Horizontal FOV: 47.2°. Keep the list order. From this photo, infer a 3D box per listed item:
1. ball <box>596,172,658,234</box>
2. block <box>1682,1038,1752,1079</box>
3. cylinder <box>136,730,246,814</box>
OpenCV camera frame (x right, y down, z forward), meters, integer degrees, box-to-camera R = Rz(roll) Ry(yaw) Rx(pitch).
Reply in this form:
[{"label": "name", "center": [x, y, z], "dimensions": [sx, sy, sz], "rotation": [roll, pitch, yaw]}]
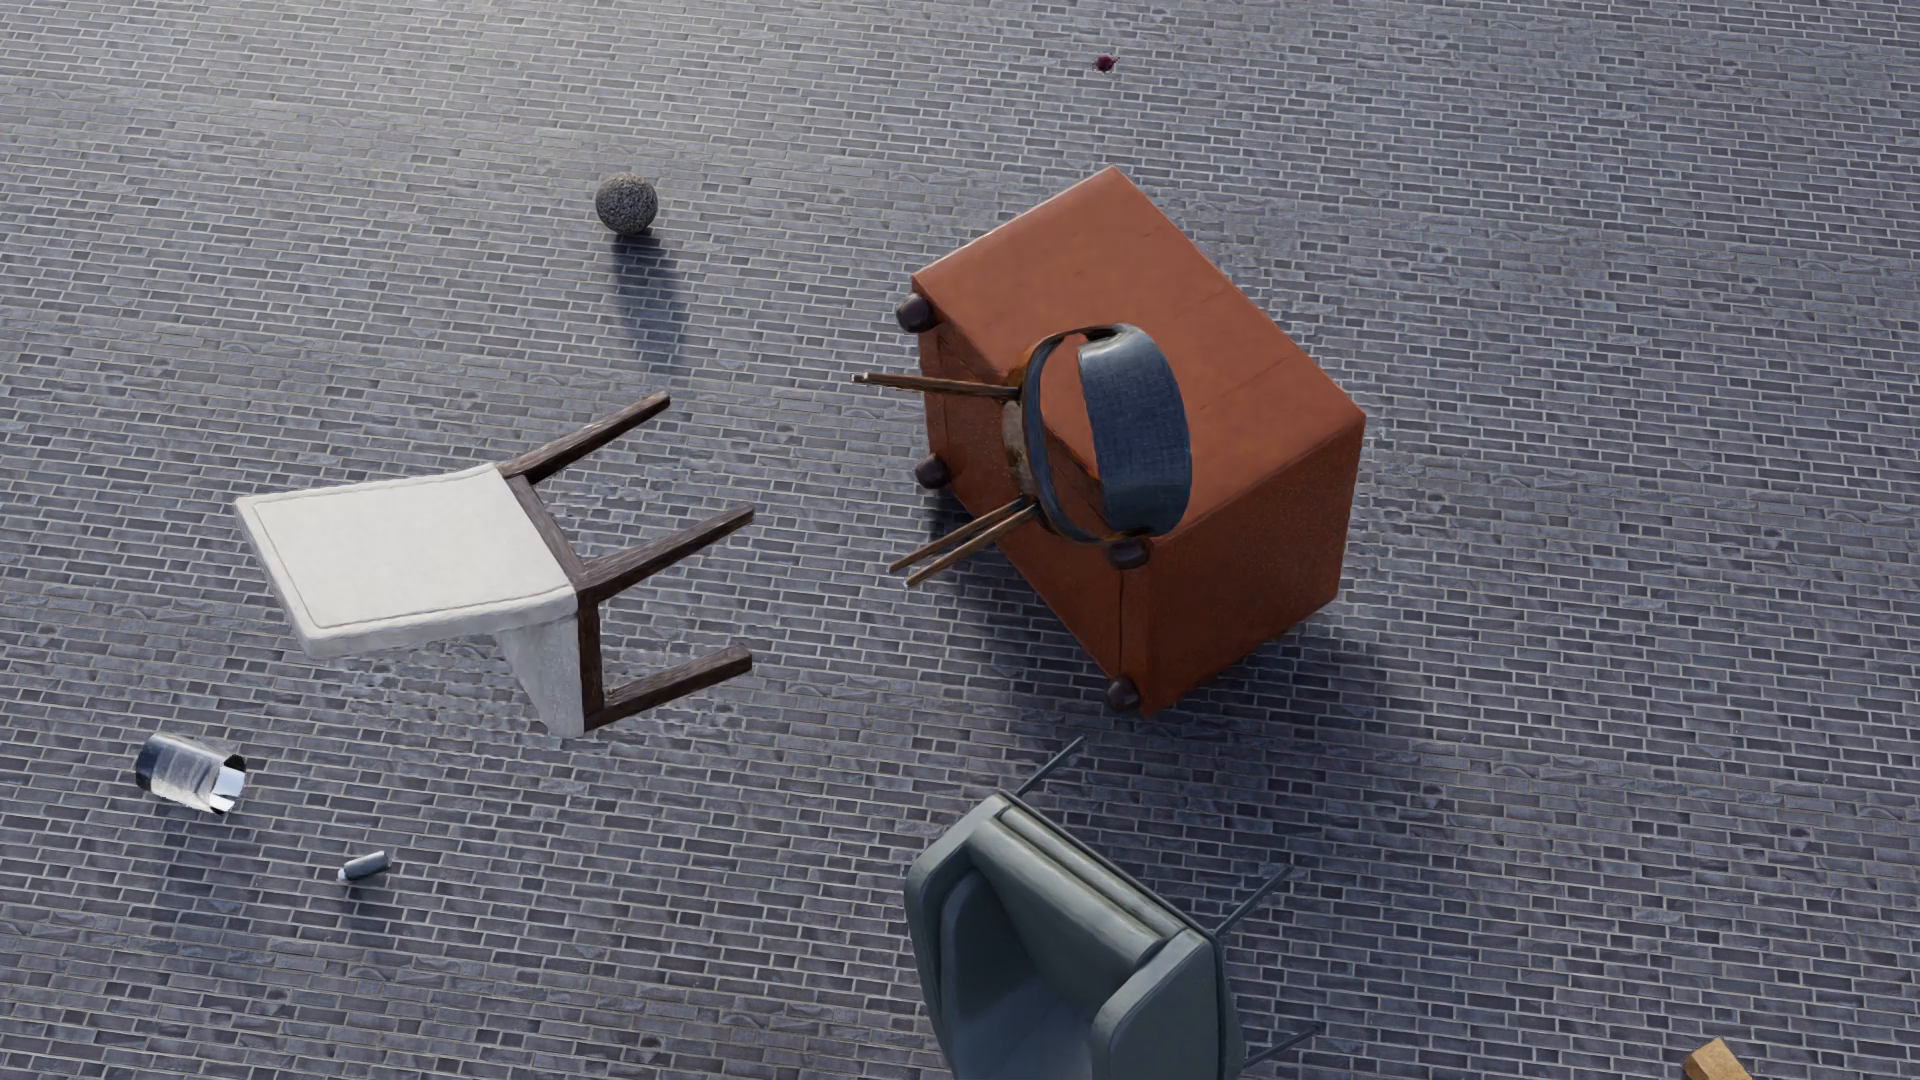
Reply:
[{"label": "ball", "center": [-1.090, -1.102, 7.192], "dimensions": [0.202, 0.202, 0.202], "rotation": [0, 56, 0]}, {"label": "block", "center": [1.931, 1.362, 5.607], "dimensions": [0.093, 0.088, 0.134], "rotation": [-25, 60, -16]}, {"label": "cylinder", "center": [-2.112, 0.638, 6.039], "dimensions": [0.230, 0.178, 0.169], "rotation": [16, 54, 10]}]
